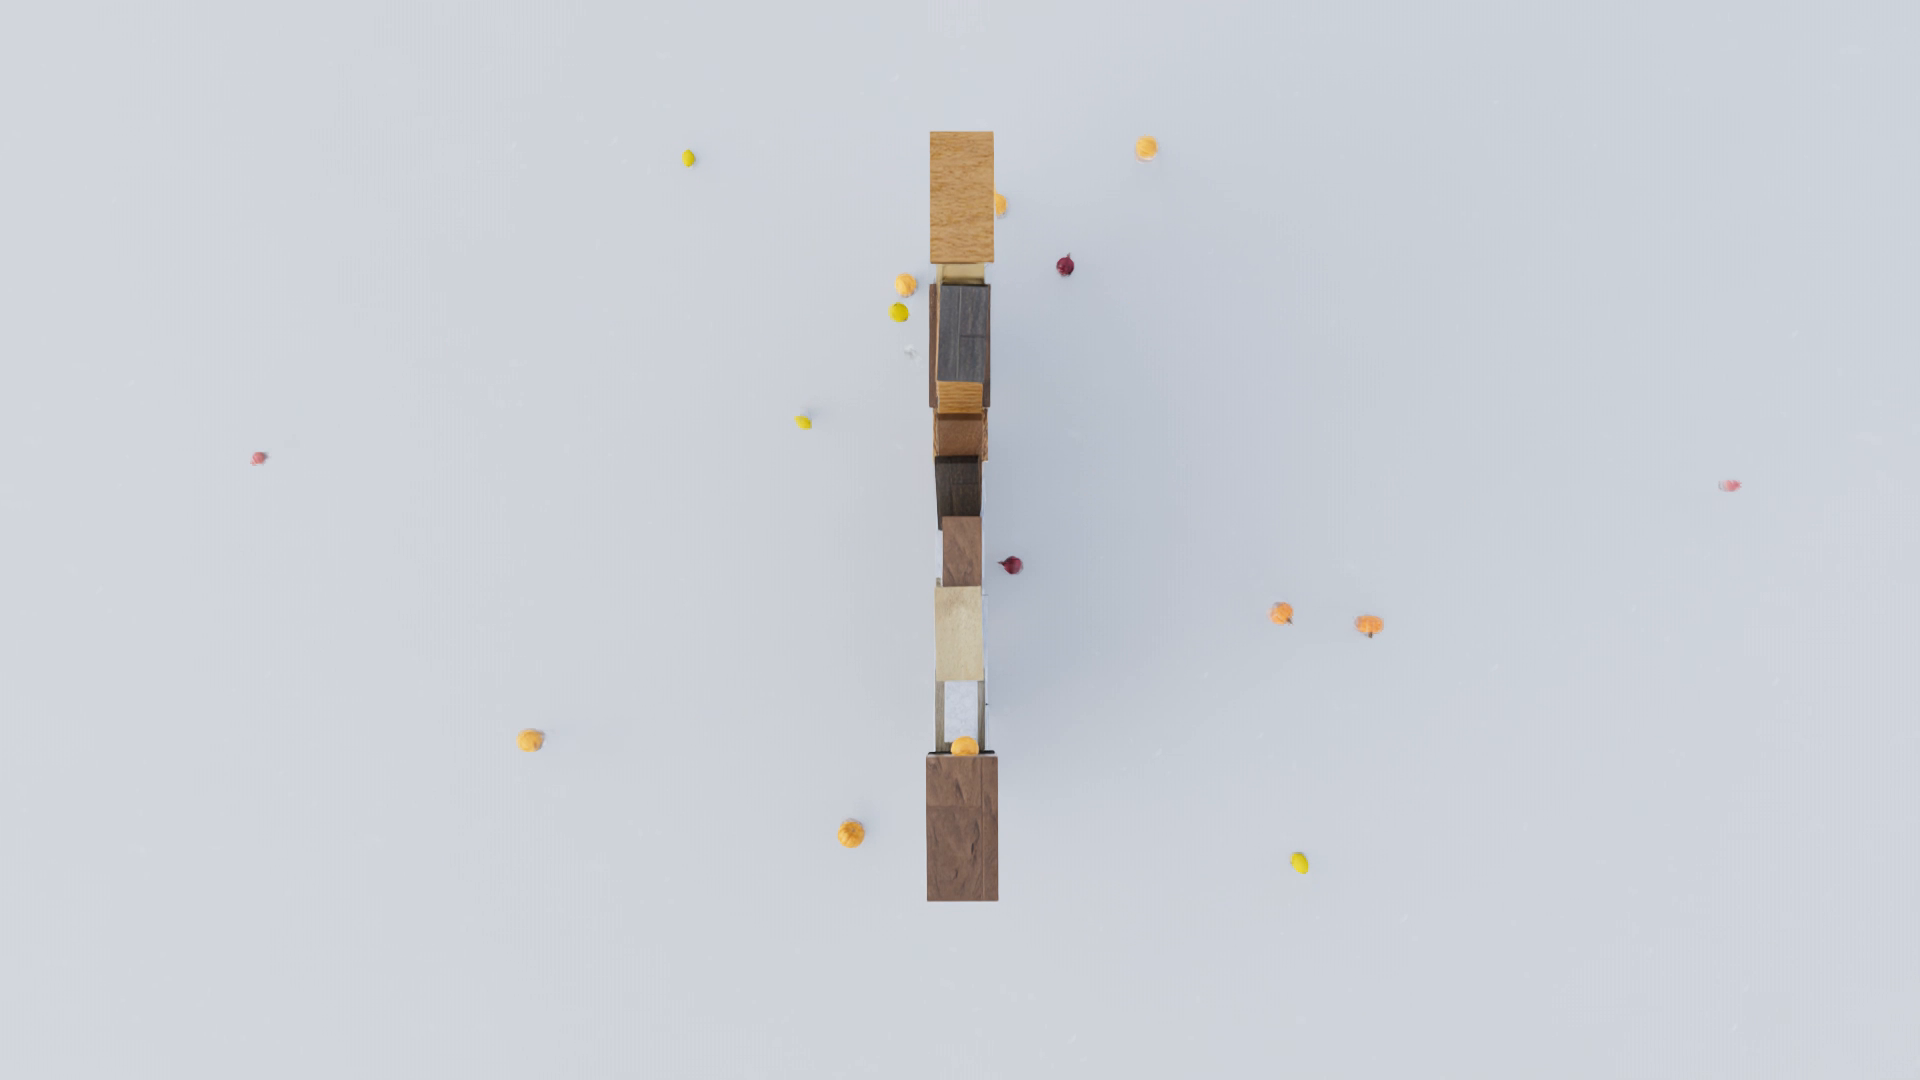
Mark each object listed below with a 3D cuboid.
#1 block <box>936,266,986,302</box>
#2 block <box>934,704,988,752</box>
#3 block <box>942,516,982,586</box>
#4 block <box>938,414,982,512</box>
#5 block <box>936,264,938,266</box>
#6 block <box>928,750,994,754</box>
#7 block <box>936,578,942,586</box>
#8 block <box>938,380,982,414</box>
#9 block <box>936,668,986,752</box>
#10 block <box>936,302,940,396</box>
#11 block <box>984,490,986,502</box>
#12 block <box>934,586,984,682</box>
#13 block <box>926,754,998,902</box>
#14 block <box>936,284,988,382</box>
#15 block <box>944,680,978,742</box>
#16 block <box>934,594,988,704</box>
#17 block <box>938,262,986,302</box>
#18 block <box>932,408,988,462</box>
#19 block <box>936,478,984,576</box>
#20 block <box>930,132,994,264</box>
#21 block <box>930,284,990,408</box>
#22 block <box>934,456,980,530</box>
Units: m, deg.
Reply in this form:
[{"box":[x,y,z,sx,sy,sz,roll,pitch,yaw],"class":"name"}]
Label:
[{"box":[0.002,-0.718,4.584,0.134,0.268,0.038,0,59,0],"class":"block"},{"box":[0.004,0.683,5.132,0.172,0.049,0.344,0,90,0],"class":"block"},{"box":[0.005,0.041,4.307,0.102,0.029,0.203,0,89,0],"class":"block"},{"box":[0.000,-0.204,4.412,0.116,0.033,0.311,0,131,0],"class":"block"},{"box":[0.002,-0.875,4.432,0.134,0.038,0.268,0,95,0],"class":"block"},{"box":[0.005,0.600,4.314,0.179,0.358,0.051,-2,90,0],"class":"block"},{"box":[-0.002,0.226,4.539,0.123,0.035,0.247,-1,90,0],"class":"block"},{"box":[0.002,-0.412,4.383,0.116,0.033,0.231,0,112,0],"class":"block"},{"box":[0.001,0.487,4.512,0.136,0.039,0.272,0,90,0],"class":"block"},{"box":[-0.001,-0.504,4.382,0.124,0.035,0.248,1,112,0],"class":"block"},{"box":[0.004,-0.122,4.700,0.135,0.270,0.038,-6,92,0],"class":"block"},{"box":[-0.003,0.241,4.262,0.121,0.034,0.242,-1,90,0],"class":"block"},{"box":[0.006,0.716,4.109,0.179,0.051,0.358,0,90,0],"class":"block"},{"box":[0.007,-0.537,4.303,0.124,0.035,0.248,2,97,0],"class":"block"},{"box":[0.003,0.441,4.310,0.085,0.024,0.170,0,90,0],"class":"block"},{"box":[0.003,0.339,5.141,0.167,0.047,0.335,0,90,0],"class":"block"},{"box":[0.002,-0.630,4.373,0.124,0.304,0.035,1,50,0],"class":"block"},{"box":[0.001,-0.415,5.134,0.171,0.048,0.342,0,90,0],"class":"block"},{"box":[0.000,-0.034,4.545,0.135,0.038,0.270,0,90,0],"class":"block"},{"box":[0.005,-0.846,4.075,0.158,0.045,0.316,0,95,0],"class":"block"},{"box":[0.000,-0.555,4.734,0.176,0.050,0.351,0,90,0],"class":"block"},{"box":[-0.006,-0.125,4.436,0.116,0.033,0.231,-1,131,1],"class":"block"}]
